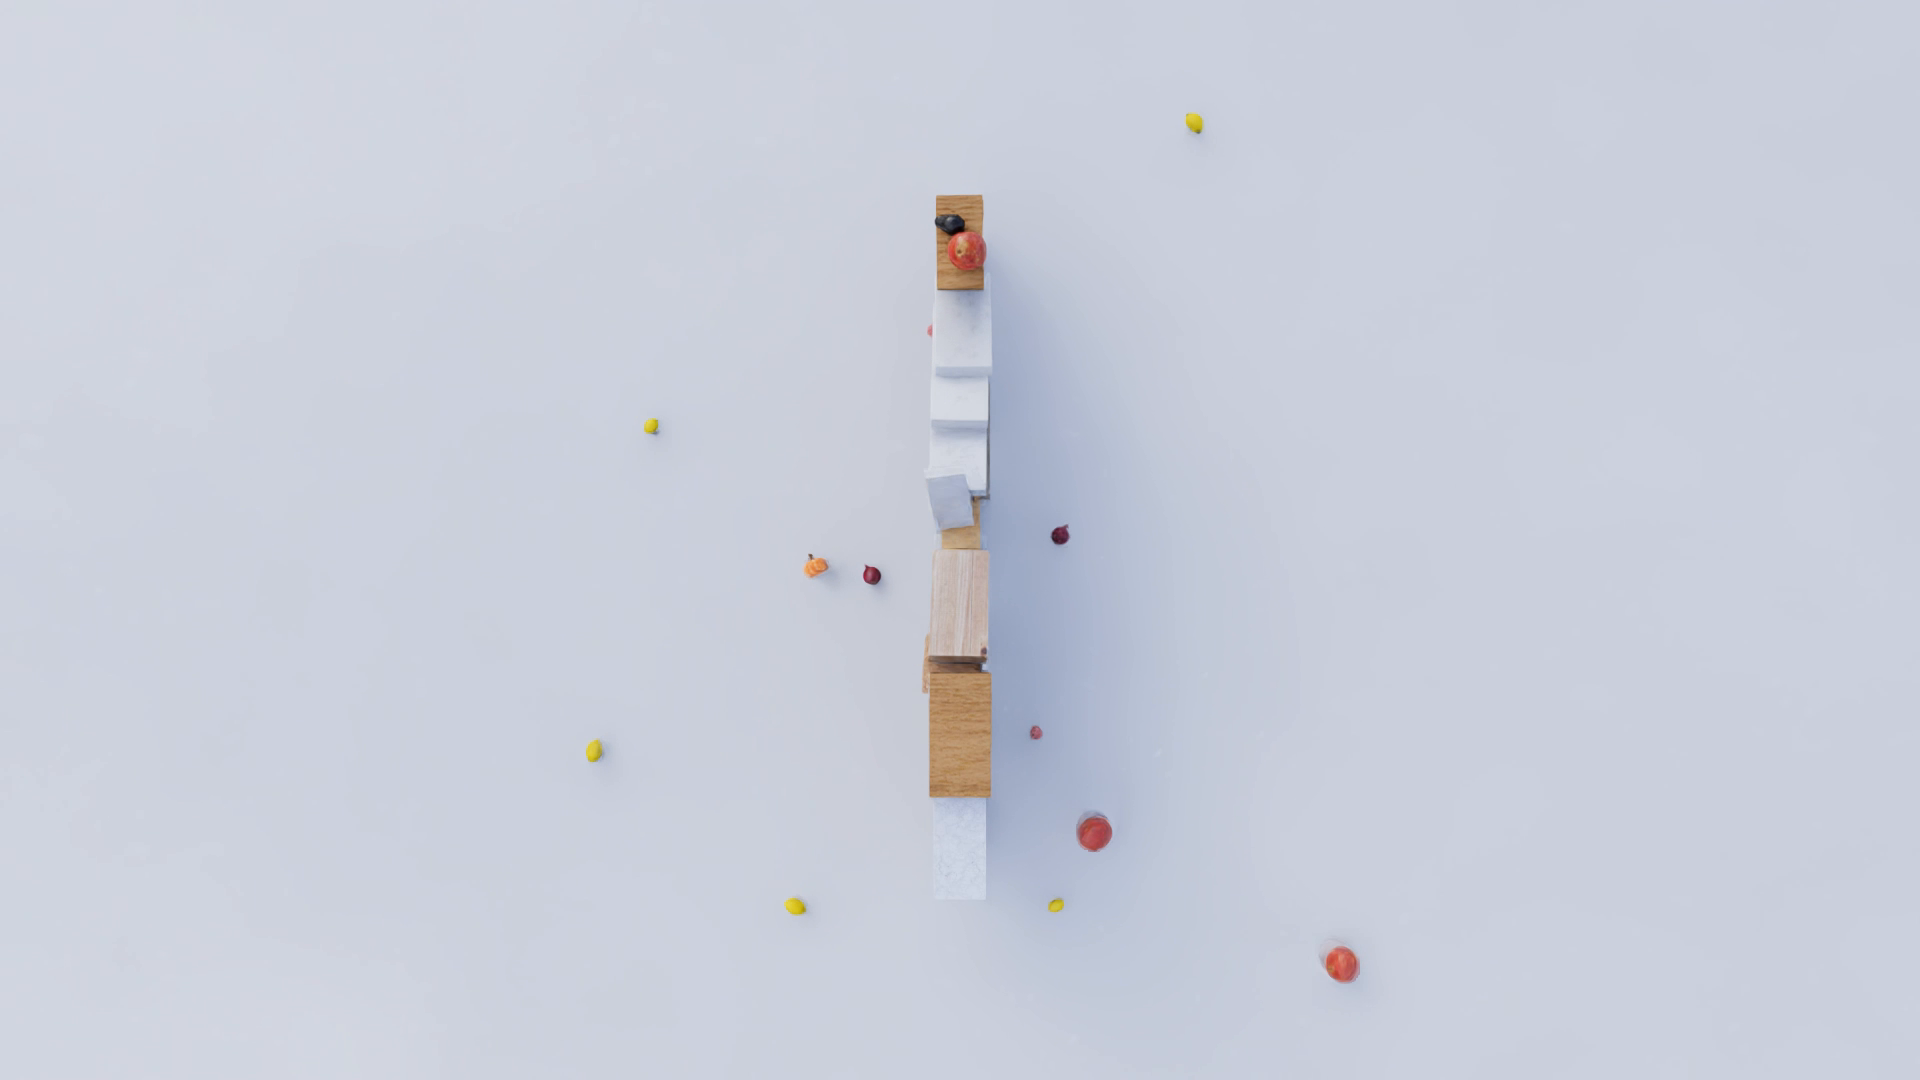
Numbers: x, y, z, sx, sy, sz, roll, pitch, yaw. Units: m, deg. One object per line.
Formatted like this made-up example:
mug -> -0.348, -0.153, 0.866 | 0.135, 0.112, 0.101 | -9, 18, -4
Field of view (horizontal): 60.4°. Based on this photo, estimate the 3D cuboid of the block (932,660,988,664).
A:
block -> -0.001, 0.230, 4.992 | 0.169, 0.048, 0.338 | 0, 47, 0

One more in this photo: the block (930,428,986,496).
block -> -0.005, -0.304, 5.009 | 0.172, 0.049, 0.344 | 1, 69, 0

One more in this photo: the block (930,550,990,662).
block -> -0.001, 0.195, 4.897 | 0.169, 0.048, 0.338 | 1, 65, 1

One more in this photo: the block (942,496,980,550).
block -> 0.002, -0.073, 5.048 | 0.118, 0.033, 0.236 | -1, 76, 0

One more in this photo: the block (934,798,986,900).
block -> -0.001, 0.890, 4.806 | 0.153, 0.043, 0.306 | 0, 90, 0

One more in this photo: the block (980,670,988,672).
block -> 0.001, 0.456, 4.981 | 0.178, 0.410, 0.050 | 0, 96, 0

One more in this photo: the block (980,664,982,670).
block -> -0.002, 0.449, 5.207 | 0.137, 0.039, 0.274 | 0, 90, 0

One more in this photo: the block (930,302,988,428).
block -> 0.000, -0.537, 5.052 | 0.172, 0.049, 0.421 | 1, 64, 0

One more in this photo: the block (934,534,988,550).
block -> 0.000, 0.149, 5.149 | 0.164, 0.046, 0.328 | 1, 90, 0

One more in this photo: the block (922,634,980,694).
block -> -0.024, 0.371, 4.966 | 0.169, 0.338, 0.048 | 0, 108, 1

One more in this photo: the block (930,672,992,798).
block -> 0.001, 0.560, 4.751 | 0.178, 0.050, 0.356 | 0, 91, 0

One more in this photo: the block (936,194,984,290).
block -> -0.001, -0.878, 4.873 | 0.138, 0.039, 0.275 | -1, 89, 0

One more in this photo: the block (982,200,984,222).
block -> 0.002, -0.993, 5.197 | 0.138, 0.605, 0.039 | 0, 91, 0

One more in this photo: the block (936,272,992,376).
block -> 0.010, -0.664, 5.061 | 0.172, 0.049, 0.344 | 0, 63, -1

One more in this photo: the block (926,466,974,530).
block -> -0.029, -0.124, 4.925 | 0.118, 0.236, 0.033 | -8, 49, 2

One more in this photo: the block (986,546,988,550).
block -> 0.003, 0.037, 5.336 | 0.164, 0.328, 0.046 | 0, 91, 0

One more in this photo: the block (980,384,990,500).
block -> 0.004, -0.303, 5.118 | 0.178, 0.050, 0.356 | 0, 90, 0

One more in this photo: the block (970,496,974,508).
block -> -0.014, -0.217, 5.048 | 0.118, 0.033, 0.236 | 2, 77, 2
